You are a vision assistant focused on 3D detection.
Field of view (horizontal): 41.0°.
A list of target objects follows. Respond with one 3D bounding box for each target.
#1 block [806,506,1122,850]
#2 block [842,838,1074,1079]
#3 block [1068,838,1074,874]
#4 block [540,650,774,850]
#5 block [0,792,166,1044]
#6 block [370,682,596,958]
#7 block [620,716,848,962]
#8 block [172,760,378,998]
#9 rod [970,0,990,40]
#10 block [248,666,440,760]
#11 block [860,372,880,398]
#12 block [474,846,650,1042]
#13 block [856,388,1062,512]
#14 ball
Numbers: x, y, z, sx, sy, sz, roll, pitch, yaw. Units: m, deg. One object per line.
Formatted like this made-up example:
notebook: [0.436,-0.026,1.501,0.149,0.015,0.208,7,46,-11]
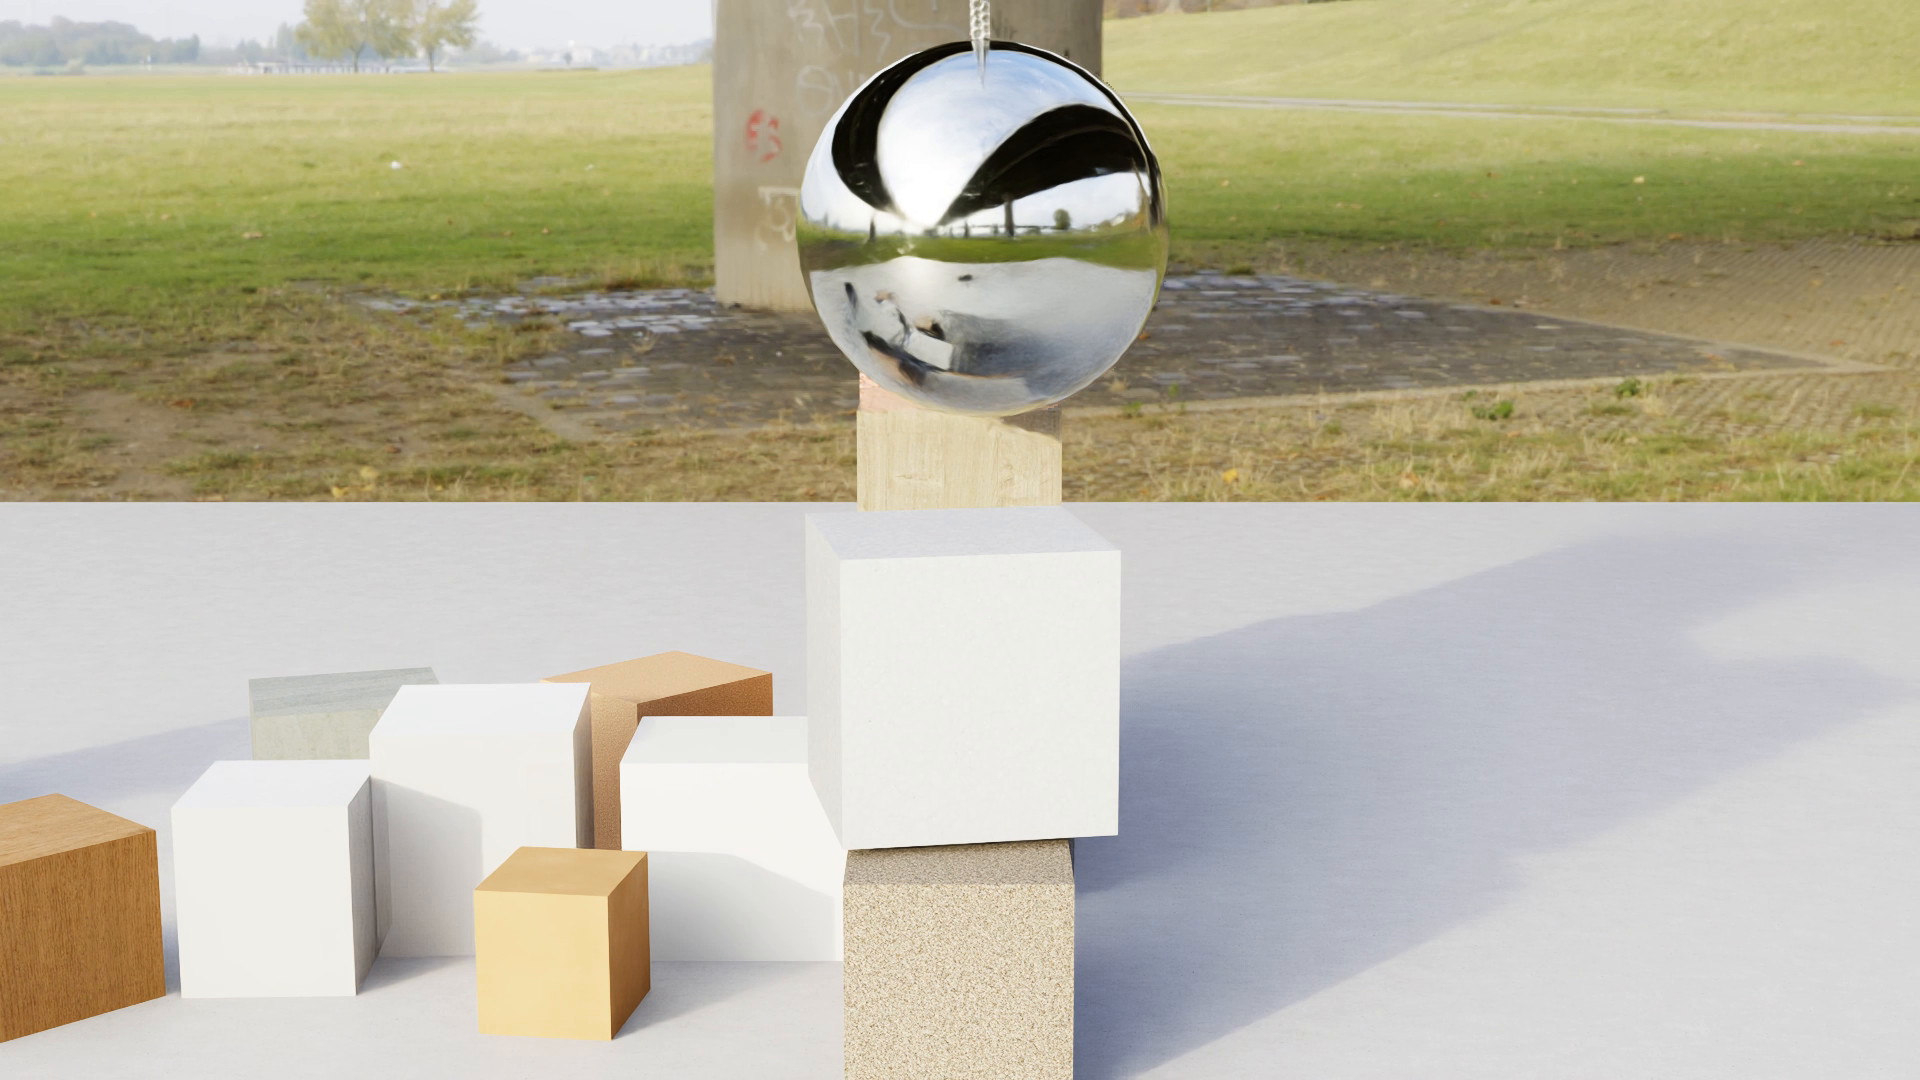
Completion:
block: [-0.012,0.475,9.432,0.989,1.031,0.968,-2,10,-10]
block: [-0.005,1.490,9.148,0.786,0.794,0.770,0,10,0]
block: [0.015,1.341,9.870,0.816,0.830,0.682,0,10,0]
block: [-1.413,0.996,12.033,0.693,0.736,0.824,9,14,42]
block: [-3.597,1.435,9.817,0.756,0.664,0.755,9,14,42]
block: [-1.965,1.147,10.685,0.802,0.920,0.847,-1,10,-3]
block: [-0.895,1.218,10.583,0.899,0.817,0.757,0,10,0]
block: [-2.675,1.327,10.151,0.664,0.757,0.682,0,10,-2]
rod: [0.043,-4.666,10.332,0.080,5.200,0.080,-1,10,0]
block: [-2.762,1.056,11.627,0.829,0.763,0.756,-3,11,-17]
block: [-0.038,-0.433,13.036,0.853,1.027,0.914,0,-5,3]
block: [-1.493,1.514,9.688,0.506,0.554,0.554,2,10,8]
block: [-0.001,-0.226,12.010,0.921,0.872,0.841,0,10,0]
ball: [0.099,-1.322,10.940,1.600,1.600,1.600,0,10,0]
